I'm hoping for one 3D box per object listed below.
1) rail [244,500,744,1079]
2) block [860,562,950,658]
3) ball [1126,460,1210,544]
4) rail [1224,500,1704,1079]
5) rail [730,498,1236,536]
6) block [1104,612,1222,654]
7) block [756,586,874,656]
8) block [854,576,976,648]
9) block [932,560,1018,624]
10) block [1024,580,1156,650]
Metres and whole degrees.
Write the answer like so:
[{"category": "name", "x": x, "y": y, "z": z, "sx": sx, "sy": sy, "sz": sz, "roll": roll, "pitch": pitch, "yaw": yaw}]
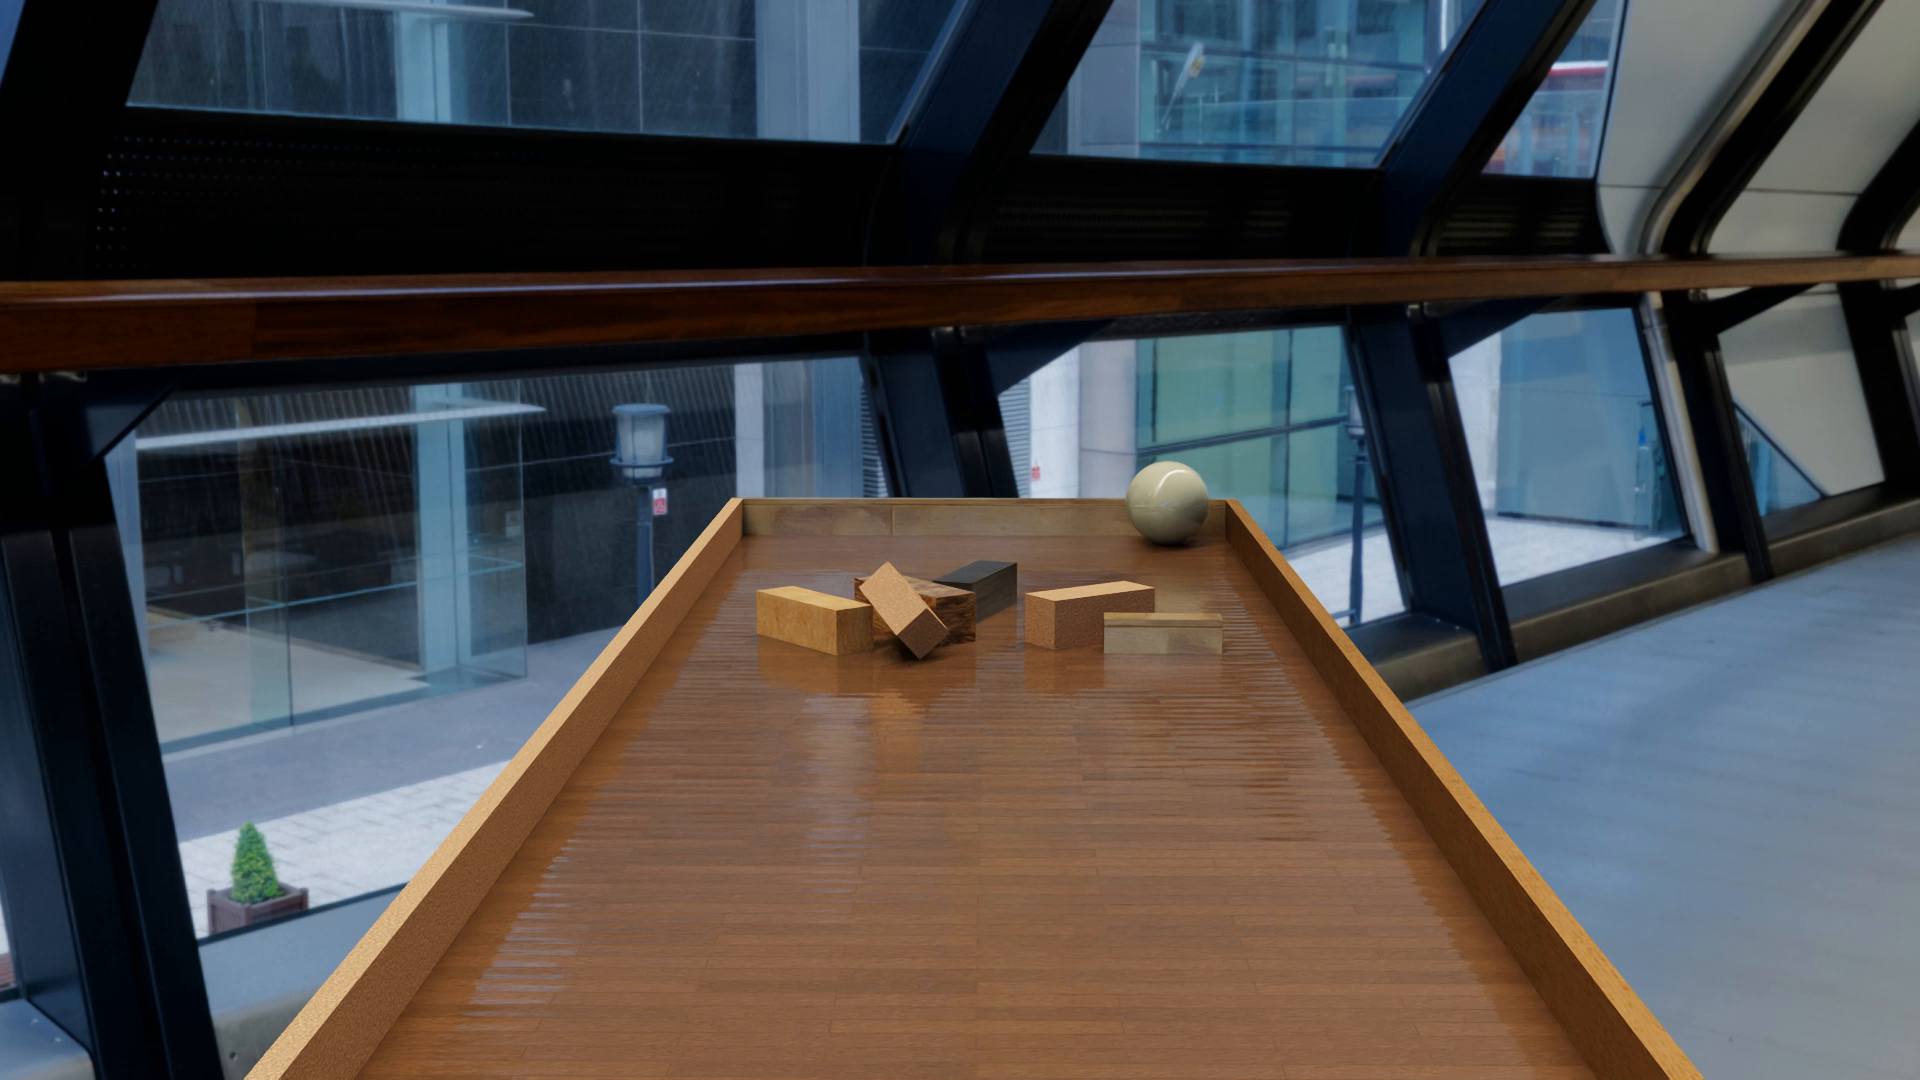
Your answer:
[{"category": "rail", "x": -1.004, "y": 0.839, "z": 3.234, "sx": 0.050, "sy": 0.150, "sz": 12.000, "roll": 0, "pitch": 9, "yaw": 1}, {"category": "block", "x": -0.175, "y": 0.216, "z": 6.817, "sx": 0.124, "sy": 0.124, "sz": 0.349, "roll": -42, "pitch": 33, "yaw": 0}, {"category": "ball", "x": 0.840, "y": -0.152, "z": 8.892, "sx": 0.338, "sy": 0.338, "sz": 0.338, "roll": 0, "pitch": 9, "yaw": 0}, {"category": "rail", "x": 1.046, "y": 0.843, "z": 3.208, "sx": 0.050, "sy": 0.150, "sz": 12.000, "roll": 0, "pitch": 9, "yaw": 1}, {"category": "rail", "x": 0.099, "y": -0.098, "z": 9.147, "sx": 2.100, "sy": 0.150, "sz": 0.050, "roll": 0, "pitch": 9, "yaw": 1}, {"category": "block", "x": 0.629, "y": 0.290, "z": 6.840, "sx": 0.364, "sy": 0.107, "sz": 0.107, "roll": 0, "pitch": 9, "yaw": 3}, {"category": "block", "x": -0.463, "y": 0.252, "z": 6.968, "sx": 0.141, "sy": 0.141, "sz": 0.437, "roll": -7, "pitch": 12, "yaw": -39}, {"category": "block", "x": -0.148, "y": 0.223, "z": 7.101, "sx": 0.157, "sy": 0.157, "sz": 0.448, "roll": -7, "pitch": 11, "yaw": -37}, {"category": "block", "x": 0.053, "y": 0.176, "z": 7.448, "sx": 0.141, "sy": 0.141, "sz": 0.442, "roll": 3, "pitch": 10, "yaw": 21}, {"category": "block", "x": 0.416, "y": 0.238, "z": 7.013, "sx": 0.403, "sy": 0.155, "sz": 0.155, "roll": -6, "pitch": 11, "yaw": -34}]
